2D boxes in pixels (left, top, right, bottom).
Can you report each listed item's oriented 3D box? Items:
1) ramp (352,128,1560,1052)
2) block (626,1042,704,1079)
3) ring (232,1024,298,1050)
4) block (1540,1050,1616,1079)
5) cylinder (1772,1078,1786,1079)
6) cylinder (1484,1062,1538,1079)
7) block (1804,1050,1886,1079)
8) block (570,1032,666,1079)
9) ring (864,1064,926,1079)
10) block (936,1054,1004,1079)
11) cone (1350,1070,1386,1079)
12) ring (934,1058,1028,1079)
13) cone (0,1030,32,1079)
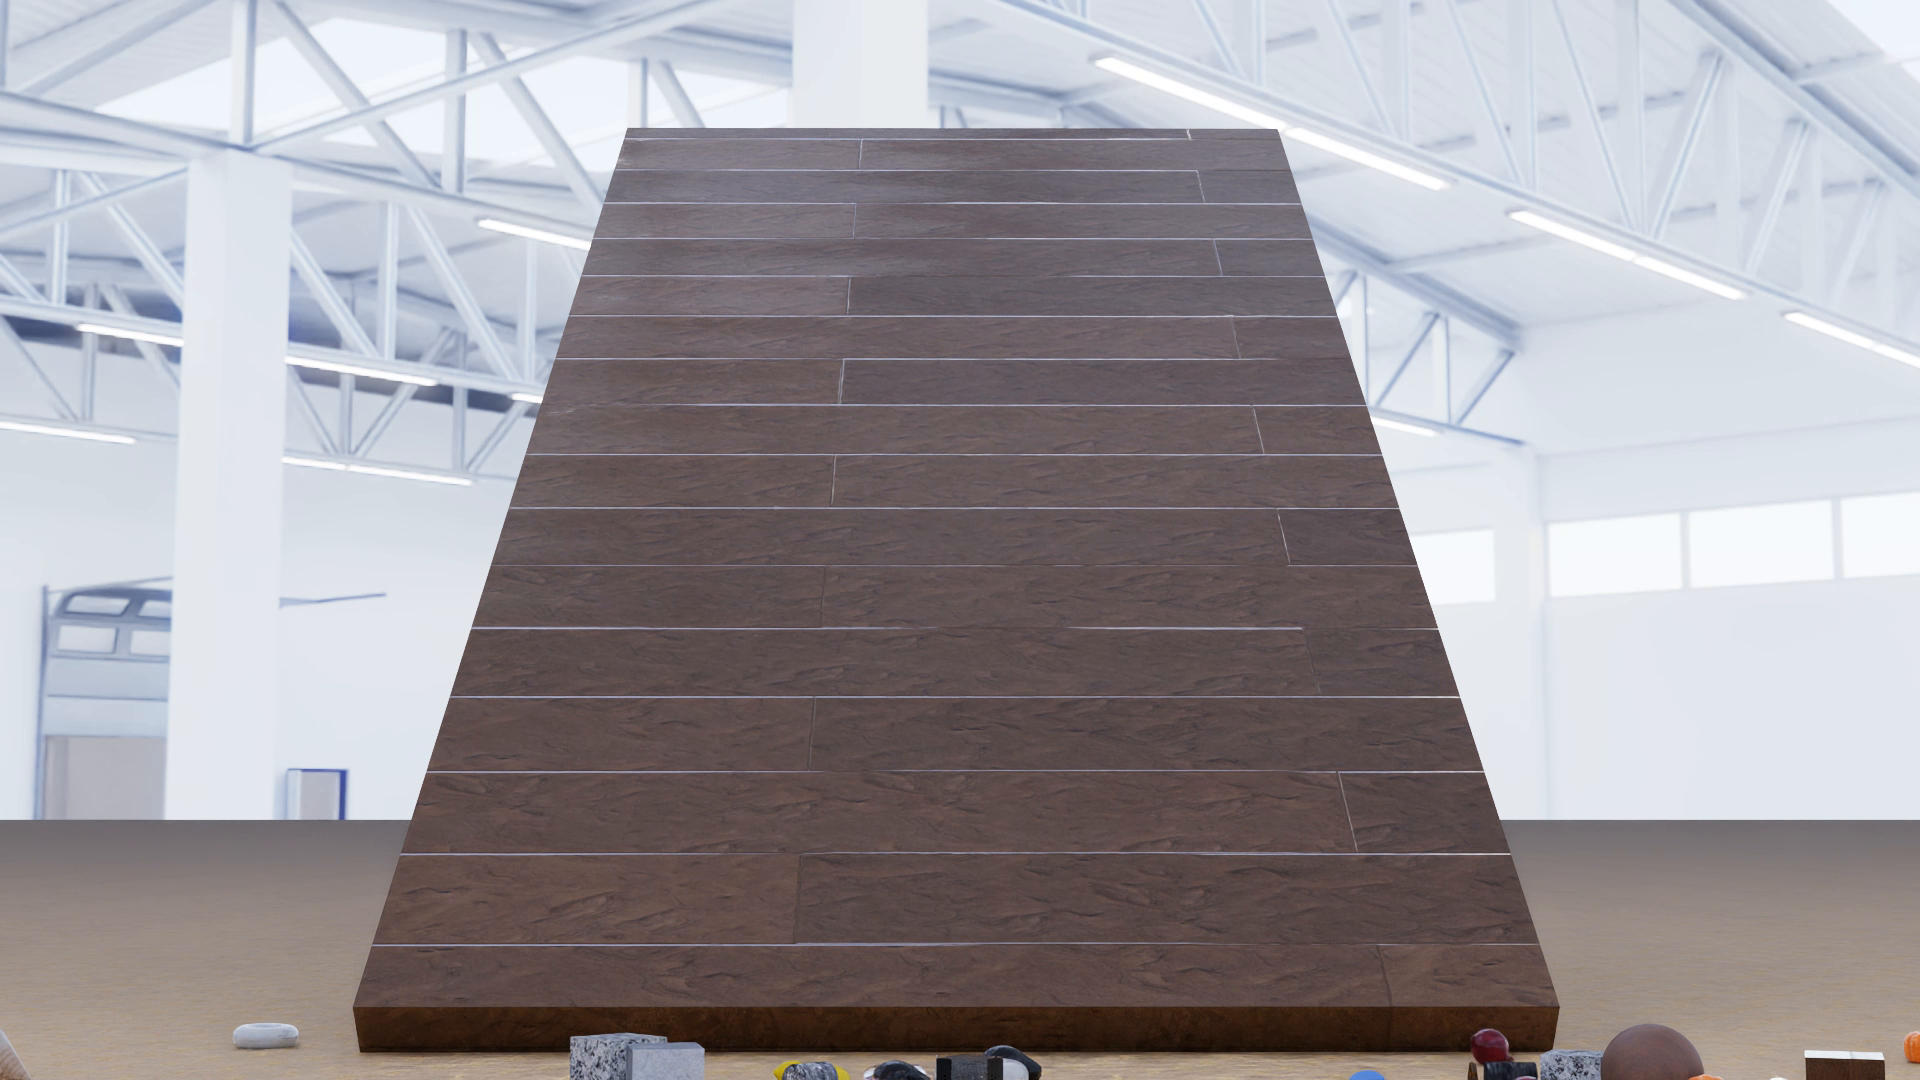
[{"bbox_3d":[-0.014,-0.204,5.764,2.000,0.100,4.000,0,31,0],"label":"ramp"},{"bbox_3d":[-0.389,0.714,3.192,0.093,0.093,0.093,1,-7,-13],"label":"block"},{"bbox_3d":[-1.191,0.851,4.161,0.110,0.037,0.110,1,-6,0],"label":"ring"},{"bbox_3d":[0.818,0.721,3.207,0.083,0.083,0.083,-3,-7,25],"label":"block"},{"bbox_3d":[1.045,0.719,3.090,0.060,0.060,0.060,-2,-7,17],"label":"cylinder"},{"bbox_3d":[0.742,0.736,3.269,0.065,0.065,0.065,-1,-6,5],"label":"cylinder"},{"bbox_3d":[1.122,0.700,3.075,0.093,0.093,0.093,-2,-7,19],"label":"block"},{"bbox_3d":[-0.467,0.727,3.314,0.094,0.094,0.094,6,-9,-43],"label":"block"},{"bbox_3d":[-0.096,0.786,3.554,0.092,0.031,0.092,-1,-7,0],"label":"ring"},{"bbox_3d":[0.014,0.741,3.315,0.066,0.066,0.066,-4,-8,33],"label":"block"},{"bbox_3d":[0.553,0.758,3.286,0.060,0.060,0.060,-1,-33,11],"label":"cone"},{"bbox_3d":[0.031,0.771,3.490,0.137,0.046,0.137,1,-8,0],"label":"ring"},{"bbox_3d":[-1.389,0.779,3.545,0.095,0.095,0.095,26,-4,7],"label":"cone"}]
